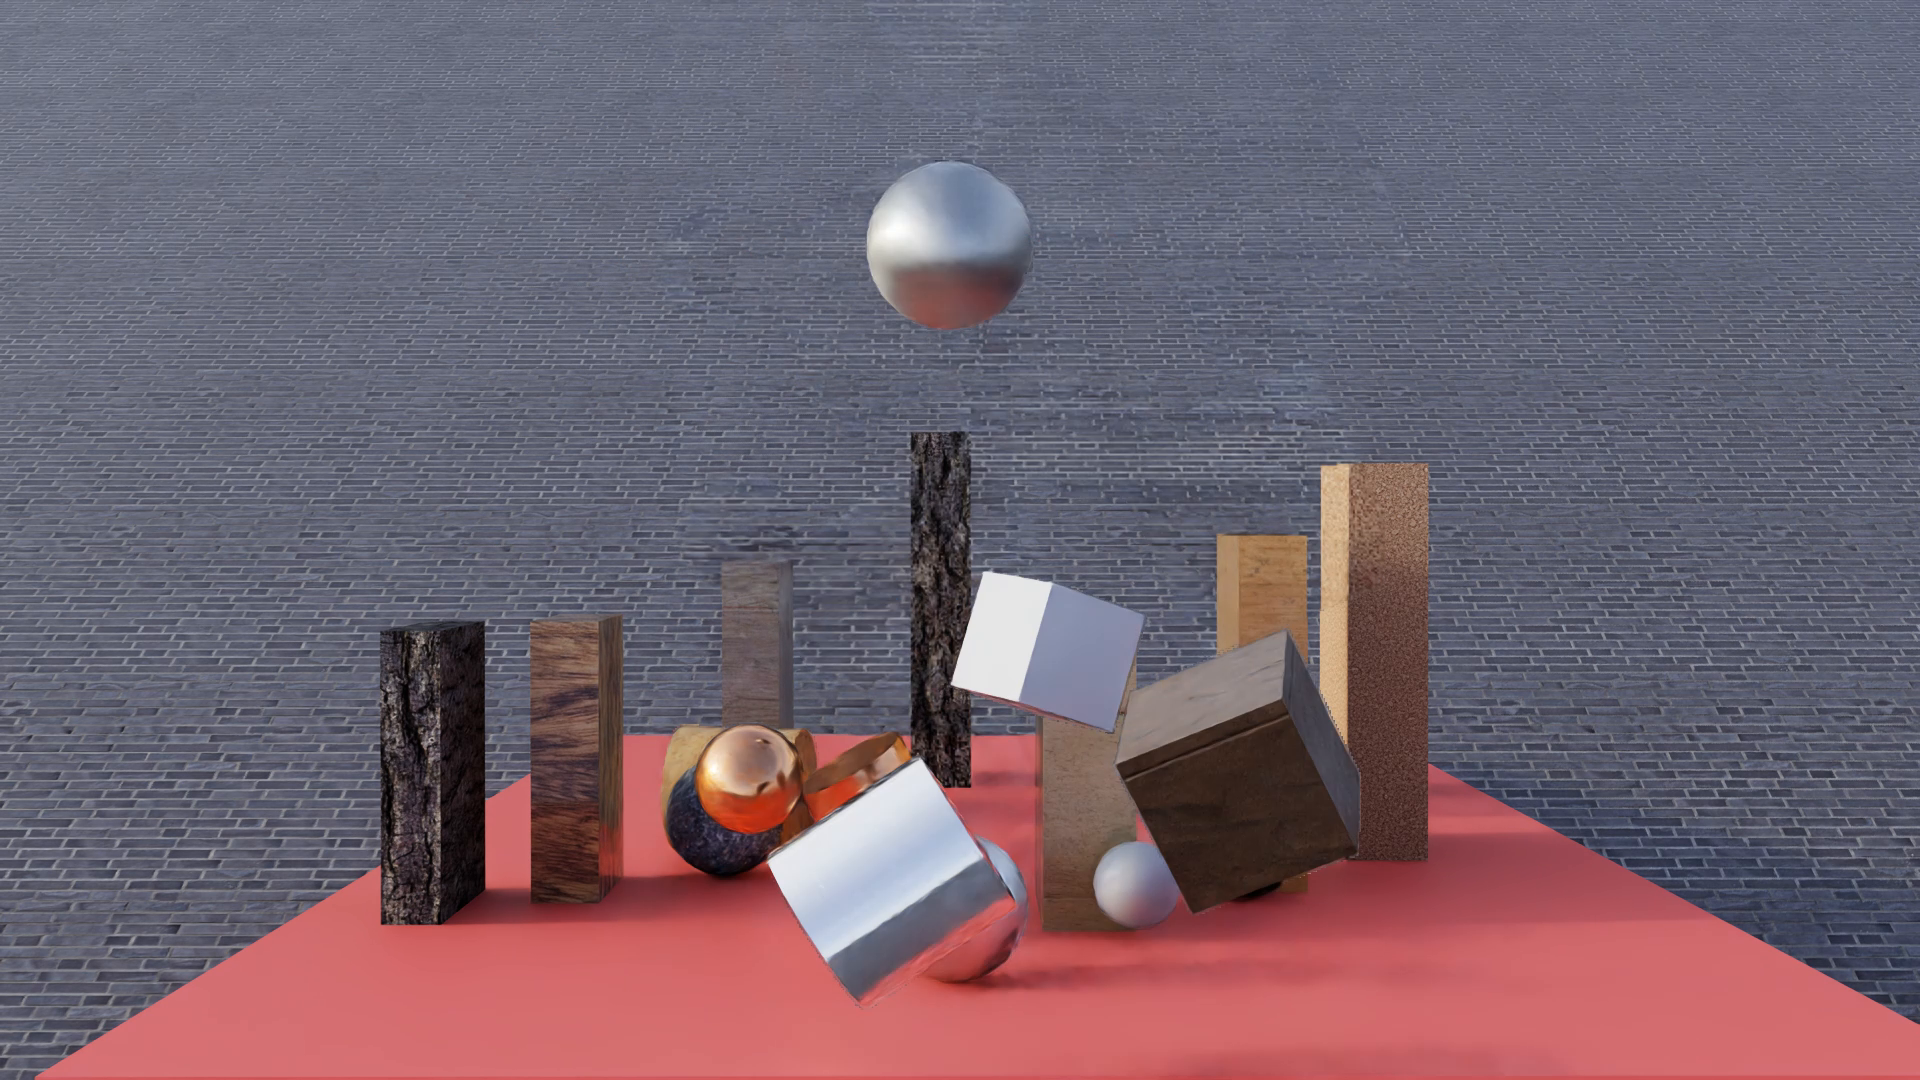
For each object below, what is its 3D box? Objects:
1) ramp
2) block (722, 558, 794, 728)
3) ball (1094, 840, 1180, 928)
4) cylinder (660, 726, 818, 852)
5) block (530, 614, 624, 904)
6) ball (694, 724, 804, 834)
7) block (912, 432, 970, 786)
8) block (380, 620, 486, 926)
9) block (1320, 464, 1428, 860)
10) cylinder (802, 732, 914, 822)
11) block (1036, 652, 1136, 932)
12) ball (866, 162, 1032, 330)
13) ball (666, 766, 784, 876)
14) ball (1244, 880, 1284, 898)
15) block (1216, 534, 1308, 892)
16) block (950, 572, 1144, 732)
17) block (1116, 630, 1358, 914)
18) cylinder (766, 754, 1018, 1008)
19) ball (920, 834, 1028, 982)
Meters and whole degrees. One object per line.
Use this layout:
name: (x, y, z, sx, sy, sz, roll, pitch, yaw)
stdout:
ramp: (0.063, 0.570, 4.611, 2.000, 0.100, 4.000, 0, 1, 0)
block: (-0.378, 0.278, 4.861, 0.103, 0.479, 0.407, 0, 1, 0)
ball: (0.237, 0.460, 3.455, 0.117, 0.117, 0.117, 0, 28, 0)
cylinder: (-0.363, 0.417, 4.289, 0.209, 0.209, 0.209, 0, 28, 13)
block: (-0.576, 0.323, 3.903, 0.099, 0.411, 0.276, 0, 1, 0)
ball: (-0.244, 0.276, 2.995, 0.127, 0.127, 0.127, 0, 28, 0)
block: (-0.040, 0.143, 5.493, 0.123, 0.735, 0.277, 0, 1, 0)
block: (-0.759, 0.327, 3.736, 0.083, 0.406, 0.338, 0, 1, 0)
block: (0.699, 0.197, 4.382, 0.131, 0.650, 0.331, 0, 1, 0)
cylinder: (-0.110, 0.365, 3.460, 0.157, 0.157, 0.157, -30, 9, 5)
block: (0.176, 0.319, 3.686, 0.127, 0.421, 0.348, 0, 1, 0)
ball: (-0.013, -0.347, 3.045, 0.197, 0.197, 0.197, 0, 28, 0)
ball: (-0.369, 0.434, 4.057, 0.185, 0.185, 0.185, 0, 28, 0)
ball: (0.430, 0.469, 3.814, 0.115, 0.115, 0.115, 0, 28, 0)
block: (0.469, 0.259, 4.037, 0.104, 0.534, 0.335, 0, 1, 0)
block: (0.108, 0.137, 3.194, 0.148, 0.148, 0.148, 20, -6, -33)
block: (0.304, 0.249, 2.798, 0.191, 0.191, 0.191, -23, 15, 16)
cylinder: (-0.068, 0.342, 2.595, 0.183, 0.183, 0.183, -33, 34, -2)
ball: (-0.007, 0.445, 3.139, 0.182, 0.182, 0.182, 0, 28, 0)
